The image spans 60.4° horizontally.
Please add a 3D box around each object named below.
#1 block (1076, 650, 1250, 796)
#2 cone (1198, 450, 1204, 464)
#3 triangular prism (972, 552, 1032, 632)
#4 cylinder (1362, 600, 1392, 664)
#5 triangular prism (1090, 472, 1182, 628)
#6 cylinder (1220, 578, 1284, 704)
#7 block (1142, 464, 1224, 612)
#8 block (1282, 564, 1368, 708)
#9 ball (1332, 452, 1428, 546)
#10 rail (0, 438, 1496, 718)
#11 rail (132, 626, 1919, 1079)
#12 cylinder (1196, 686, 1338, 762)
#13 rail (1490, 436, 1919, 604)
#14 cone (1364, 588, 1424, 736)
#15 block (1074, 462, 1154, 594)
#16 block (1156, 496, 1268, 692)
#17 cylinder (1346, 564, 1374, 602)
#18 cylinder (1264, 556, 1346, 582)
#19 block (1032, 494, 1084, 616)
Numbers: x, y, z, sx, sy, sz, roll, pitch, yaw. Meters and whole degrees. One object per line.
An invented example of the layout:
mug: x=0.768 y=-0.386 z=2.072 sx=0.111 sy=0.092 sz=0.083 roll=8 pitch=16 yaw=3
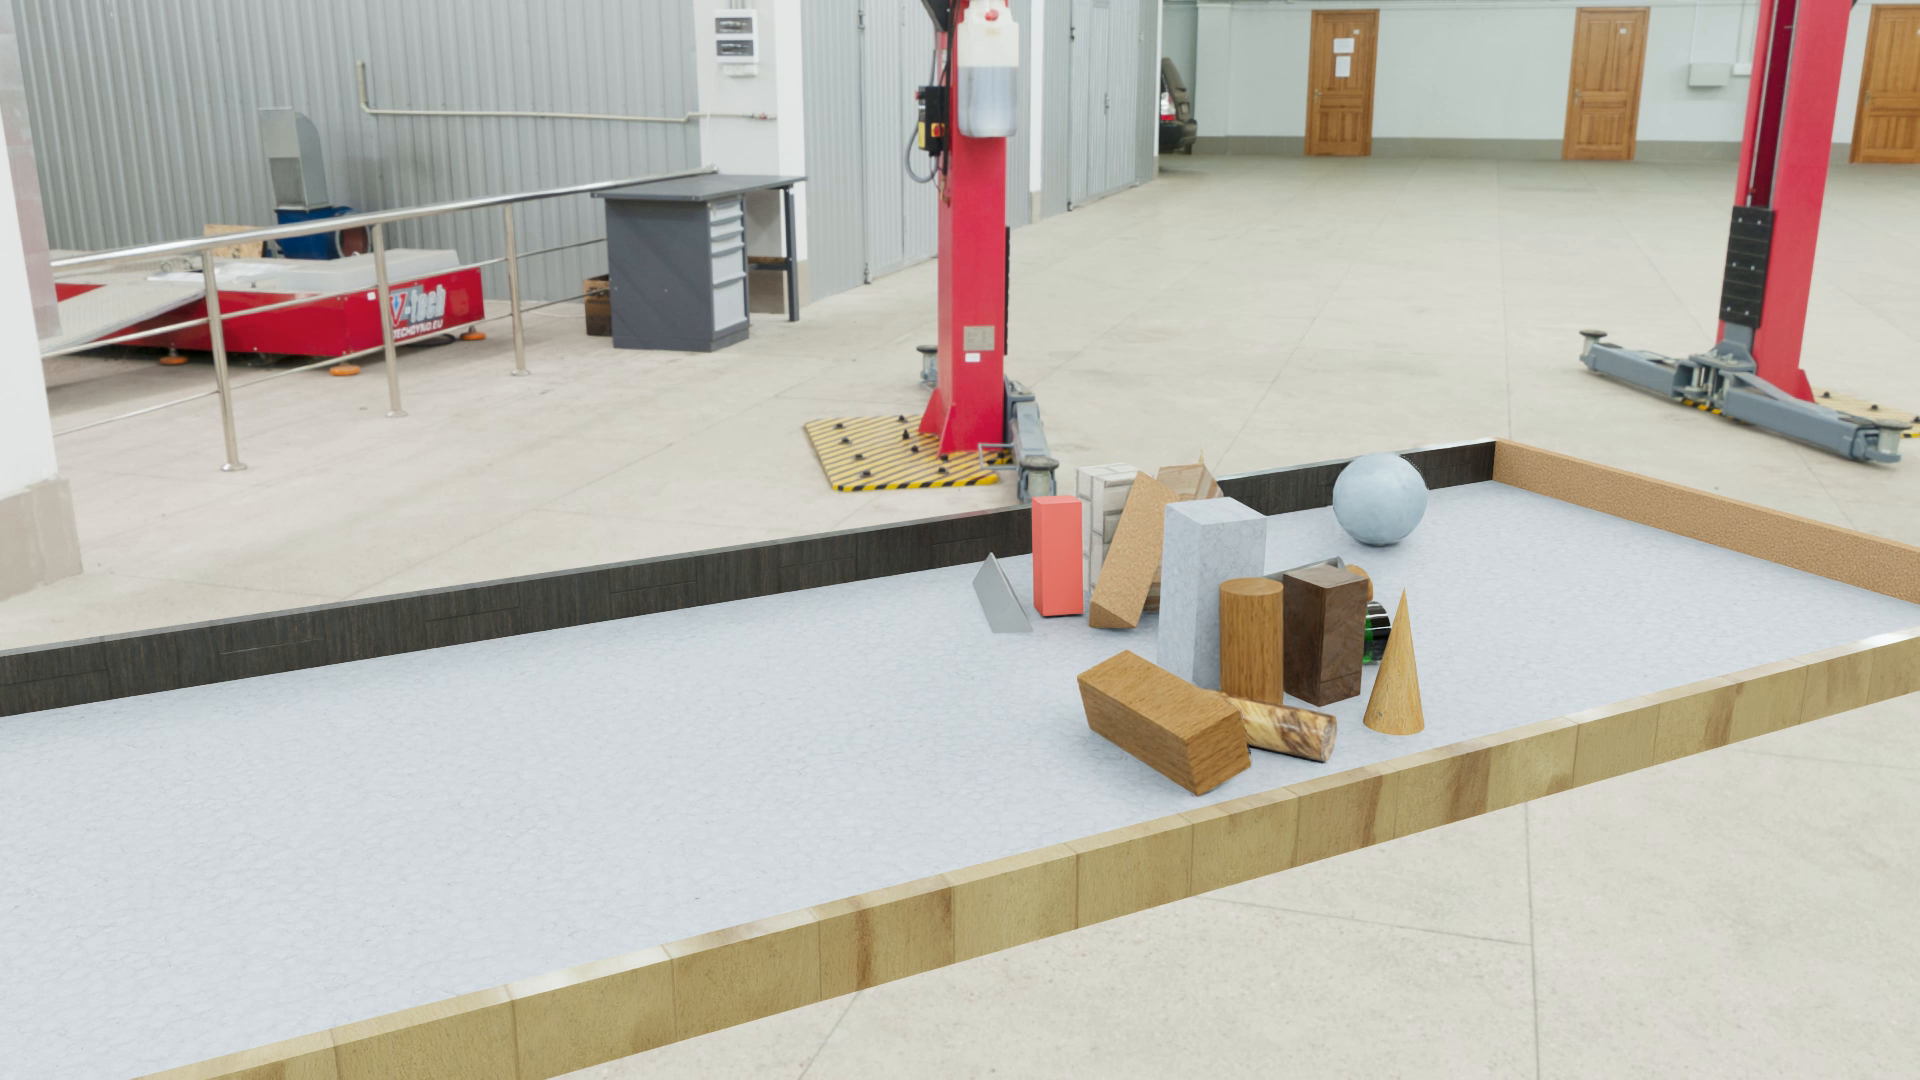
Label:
block: x=0.447 y=0.400 z=3.674 sx=0.145 sy=0.145 sz=0.422 roll=-25 pitch=25 yaw=-21
cone: x=0.706 y=-0.073 z=4.832 sx=0.156 sy=0.459 sz=0.156 roll=4 pitch=-28 yaw=2
triangular prism: x=0.118 y=0.144 z=4.688 sx=0.110 sy=0.095 sz=0.438 roll=-2 pitch=16 yaw=-7
cylinder: x=0.923 y=0.248 z=4.232 sx=0.322 sy=0.158 sz=0.158 roll=-4 pitch=17 yaw=-15
triangular prism: x=0.459 y=0.022 z=4.552 sx=0.148 sy=0.129 sz=0.438 roll=-1 pitch=54 yaw=37
cylinder: x=0.682 y=0.265 z=3.859 sx=0.146 sy=0.327 sz=0.146 roll=-3 pitch=15 yaw=1
block: x=0.609 y=-0.007 z=4.678 sx=0.142 sy=0.142 sz=0.407 roll=-3 pitch=53 yaw=36
block: x=0.885 y=0.231 z=4.033 sx=0.143 sy=0.301 sz=0.143 roll=-11 pitch=20 yaw=-32
ball: x=1.342 y=-0.131 z=5.278 sx=0.295 sy=0.295 sz=0.295 roll=0 pitch=16 yaw=0
rail: x=-3.305 y=0.497 z=3.399 sx=12.000 sy=0.150 sz=0.050 roll=-9 pitch=18 yaw=-27
rail: x=-2.336 y=1.006 z=1.665 sx=12.000 sy=0.150 sz=0.050 roll=-9 pitch=18 yaw=-27
cylinder: x=0.662 y=0.413 z=3.762 sx=0.374 sy=0.105 sz=0.105 roll=10 pitch=19 yaw=30
rail: x=2.466 y=-0.048 z=5.253 sx=0.050 sy=0.150 sz=2.100 roll=-9 pitch=18 yaw=-27
cone: x=1.021 y=0.268 z=3.836 sx=0.141 sy=0.341 sz=0.141 roll=0 pitch=16 yaw=0
block: x=0.447 y=-0.030 z=4.836 sx=0.168 sy=0.351 sz=0.168 roll=-8 pitch=18 yaw=-25
block: x=0.612 y=0.146 z=4.032 sx=0.178 sy=0.458 sz=0.178 roll=-6 pitch=20 yaw=-20
cylinder: x=0.970 y=0.168 z=4.537 sx=0.357 sy=0.139 sz=0.139 roll=-13 pitch=21 yaw=-37
cylinder: x=0.799 y=0.157 z=4.344 sx=0.441 sy=0.119 sz=0.119 roll=-16 pitch=10 yaw=23
block: x=0.274 y=0.042 z=4.632 sx=0.116 sy=0.316 sz=0.116 roll=-4 pitch=12 yaw=-10
